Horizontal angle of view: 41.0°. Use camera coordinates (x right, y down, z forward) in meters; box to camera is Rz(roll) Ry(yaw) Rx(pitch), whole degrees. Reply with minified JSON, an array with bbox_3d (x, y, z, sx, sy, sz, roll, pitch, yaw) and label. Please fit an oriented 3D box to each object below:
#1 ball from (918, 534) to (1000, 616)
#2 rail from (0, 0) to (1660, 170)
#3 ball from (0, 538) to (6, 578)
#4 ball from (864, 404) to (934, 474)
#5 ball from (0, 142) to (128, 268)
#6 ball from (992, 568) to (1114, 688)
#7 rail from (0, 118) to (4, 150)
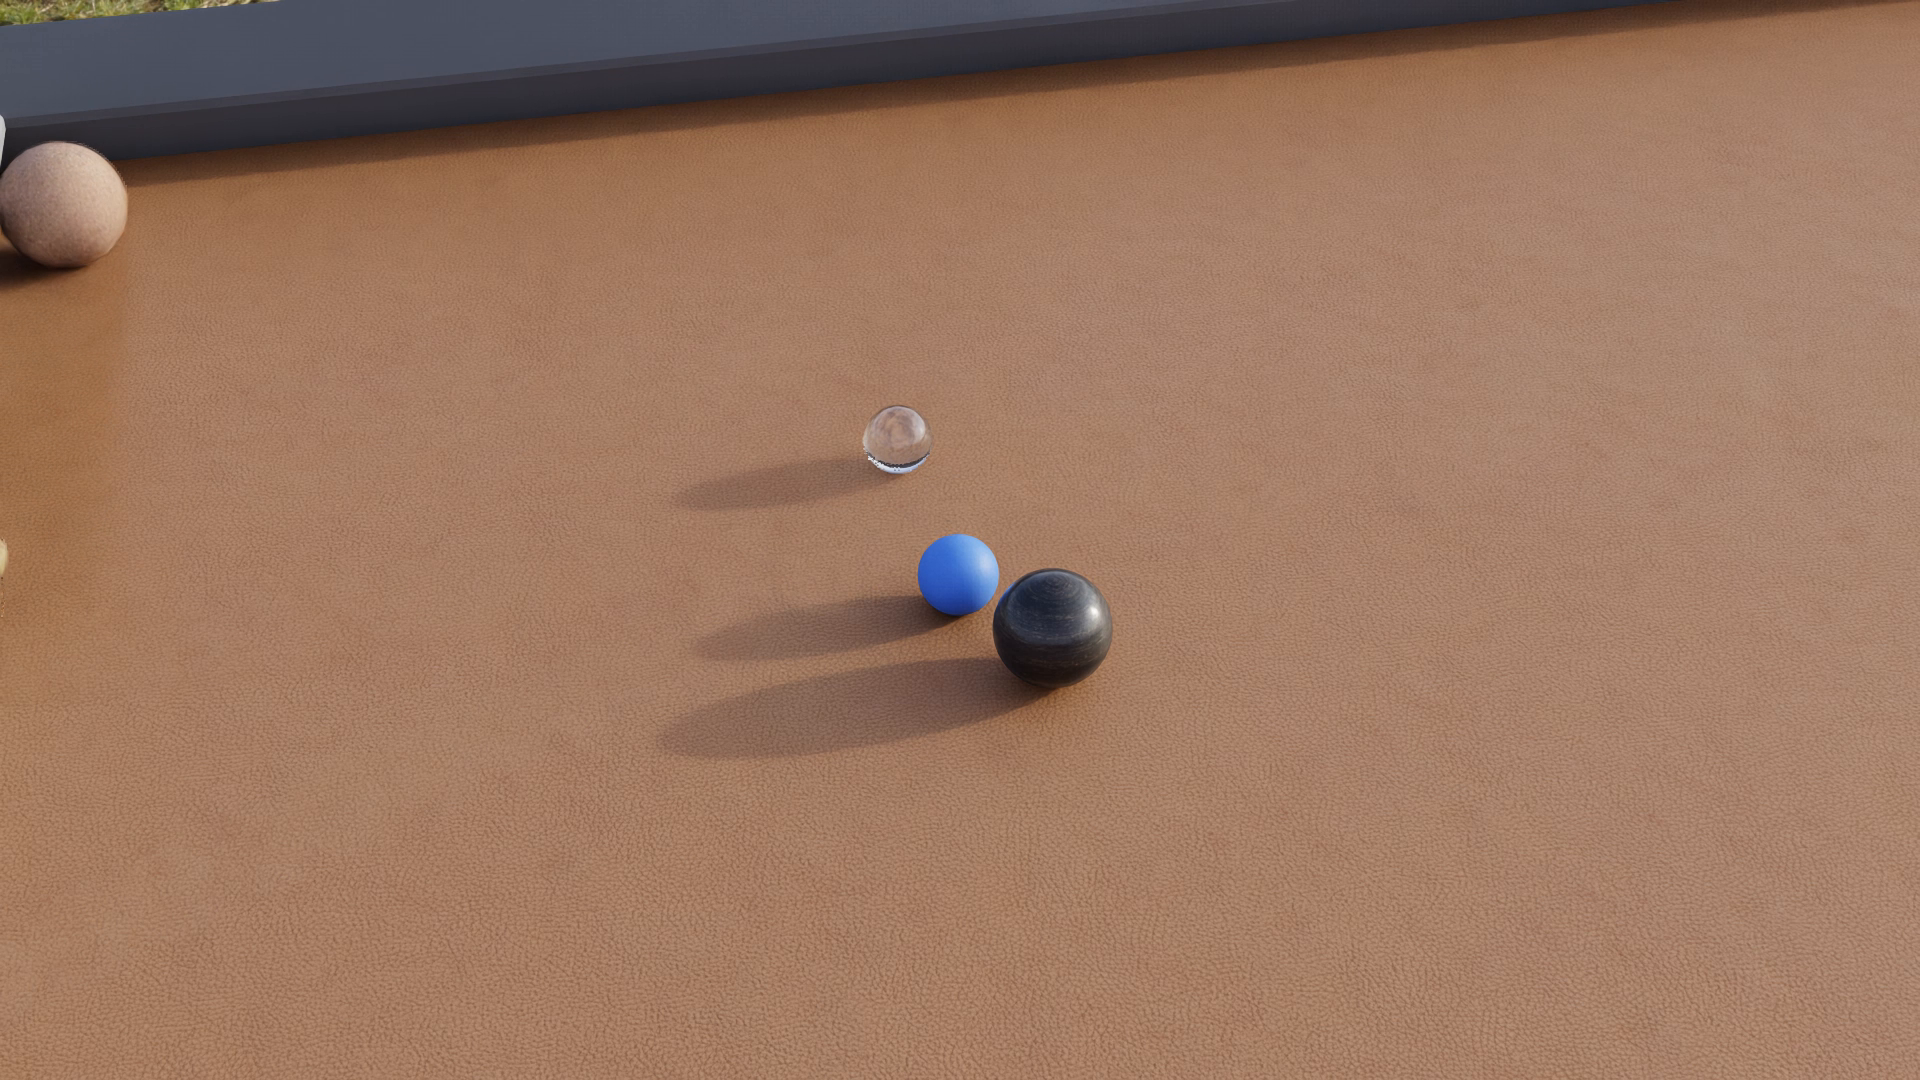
[{"bbox_3d":[-0.001,0.022,1.605,0.051,0.051,0.051,0,36,0],"label":"ball"},{"bbox_3d":[0.490,-0.512,2.279,2.658,0.124,0.045,-8,37,-11],"label":"rail"},{"bbox_3d":[-0.628,0.012,1.622,0.047,0.047,0.047,0,36,0],"label":"ball"},{"bbox_3d":[-0.042,-0.068,1.732,0.047,0.047,0.047,0,36,0],"label":"ball"},{"bbox_3d":[-0.682,-0.254,1.948,0.095,0.095,0.095,0,36,0],"label":"ball"},{"bbox_3d":[0.056,0.053,1.543,0.073,0.073,0.073,0,36,0],"label":"ball"},{"bbox_3d":[-0.624,0.056,1.494,0.045,0.124,1.429,-8,37,-11],"label":"rail"}]
